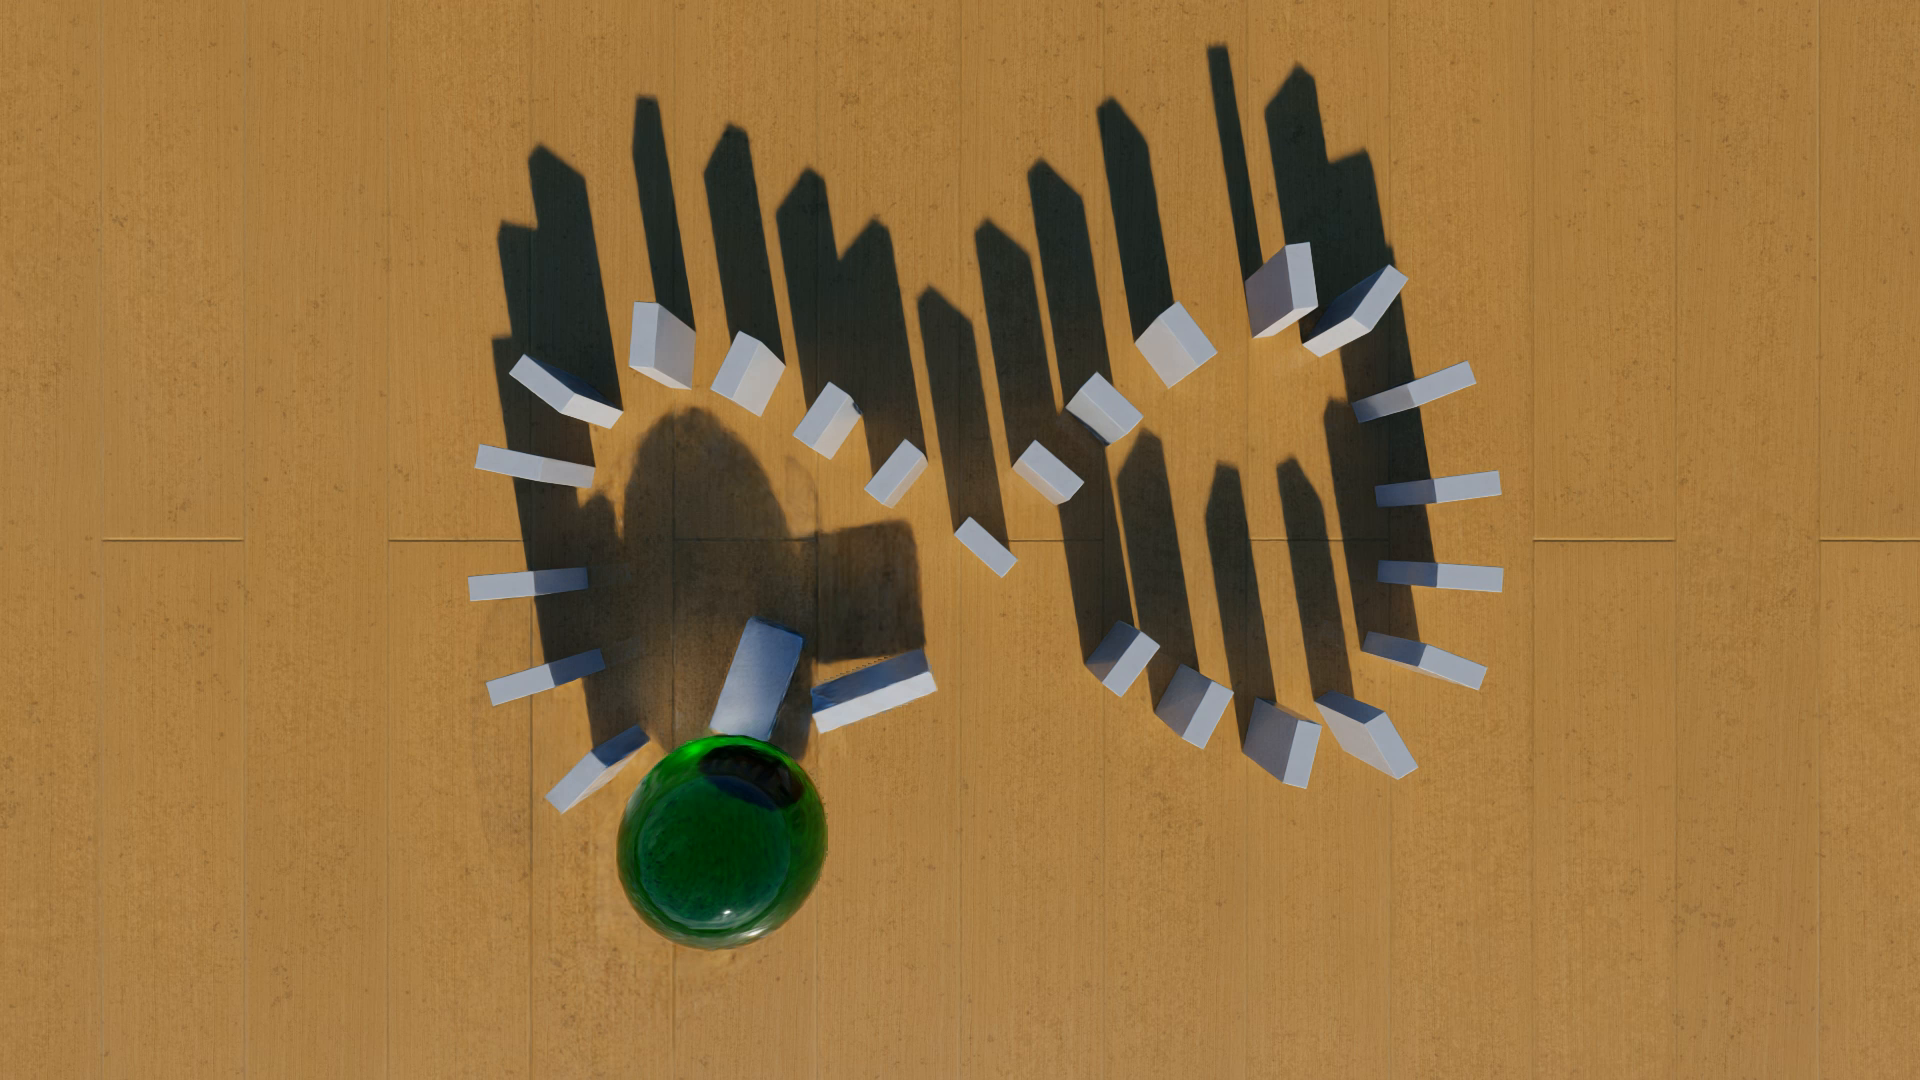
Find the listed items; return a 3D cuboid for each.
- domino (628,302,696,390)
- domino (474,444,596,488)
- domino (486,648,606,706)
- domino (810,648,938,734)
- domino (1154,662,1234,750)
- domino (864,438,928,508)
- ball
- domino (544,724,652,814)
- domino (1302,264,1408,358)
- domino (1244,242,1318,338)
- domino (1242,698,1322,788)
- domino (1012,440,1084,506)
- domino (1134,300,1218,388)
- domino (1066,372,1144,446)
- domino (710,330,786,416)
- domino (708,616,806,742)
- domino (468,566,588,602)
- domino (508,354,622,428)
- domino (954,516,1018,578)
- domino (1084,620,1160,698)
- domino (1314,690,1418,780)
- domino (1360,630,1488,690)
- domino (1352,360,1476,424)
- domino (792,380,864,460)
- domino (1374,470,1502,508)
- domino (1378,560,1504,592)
[{"bbox_3d":[-0.121,-0.078,0.375,0.009,0.050,0.025,5,90,0],"label":"domino"},{"bbox_3d":[-0.172,-0.030,0.375,0.025,0.050,0.009,12,90,0],"label":"domino"},{"bbox_3d":[-0.168,0.055,0.375,0.025,0.050,0.010,-17,90,0],"label":"domino"},{"bbox_3d":[-0.036,0.062,0.380,0.050,0.025,0.010,-20,108,-5],"label":"domino"},{"bbox_3d":[0.095,0.067,0.375,0.010,0.050,0.025,28,90,0],"label":"domino"},{"bbox_3d":[-0.025,-0.026,0.375,0.010,0.050,0.025,40,90,0],"label":"domino"},{"bbox_3d":[-0.092,0.117,0.359,0.080,0.080,0.080,0,90,0],"label":"ball"},{"bbox_3d":[-0.147,0.093,0.375,0.010,0.050,0.025,45,90,0],"label":"domino"},{"bbox_3d":[0.160,-0.093,0.375,0.009,0.050,0.025,36,90,0],"label":"domino"},{"bbox_3d":[0.131,-0.101,0.375,0.009,0.050,0.025,-8,90,0],"label":"domino"},{"bbox_3d":[0.131,0.082,0.375,0.010,0.050,0.025,14,90,0],"label":"domino"},{"bbox_3d":[0.035,-0.027,0.375,0.025,0.050,0.009,41,90,0],"label":"domino"},{"bbox_3d":[0.087,-0.079,0.375,0.010,0.050,0.025,-37,90,0],"label":"domino"},{"bbox_3d":[0.058,-0.053,0.375,0.025,0.050,0.009,43,90,0],"label":"domino"},{"bbox_3d":[-0.086,-0.067,0.375,0.010,0.050,0.025,26,90,0],"label":"domino"},{"bbox_3d":[-0.087,0.061,0.395,0.025,0.010,0.050,20,90,0],"label":"domino"},{"bbox_3d":[-0.175,0.018,0.375,0.025,0.050,0.010,-5,90,0],"label":"domino"},{"bbox_3d":[-0.160,-0.060,0.375,0.025,0.050,0.010,38,90,0],"label":"domino"},{"bbox_3d":[0.010,0.003,0.375,0.025,0.050,0.010,42,90,0],"label":"domino"},{"bbox_3d":[0.065,0.047,0.375,0.010,0.050,0.025,37,90,0],"label":"domino"},{"bbox_3d":[0.165,0.079,0.375,0.010,0.050,0.025,-31,90,0],"label":"domino"},{"bbox_3d":[0.188,0.049,0.375,0.025,0.050,0.010,21,90,0],"label":"domino"},{"bbox_3d":[0.184,-0.060,0.375,0.025,0.050,0.010,-21,90,0],"label":"domino"},{"bbox_3d":[-0.053,-0.048,0.375,0.010,0.050,0.025,35,90,0],"label":"domino"},{"bbox_3d":[0.194,-0.020,0.375,0.025,0.050,0.010,-8,90,0],"label":"domino"},{"bbox_3d":[0.195,0.014,0.375,0.025,0.050,0.009,4,90,0],"label":"domino"}]
